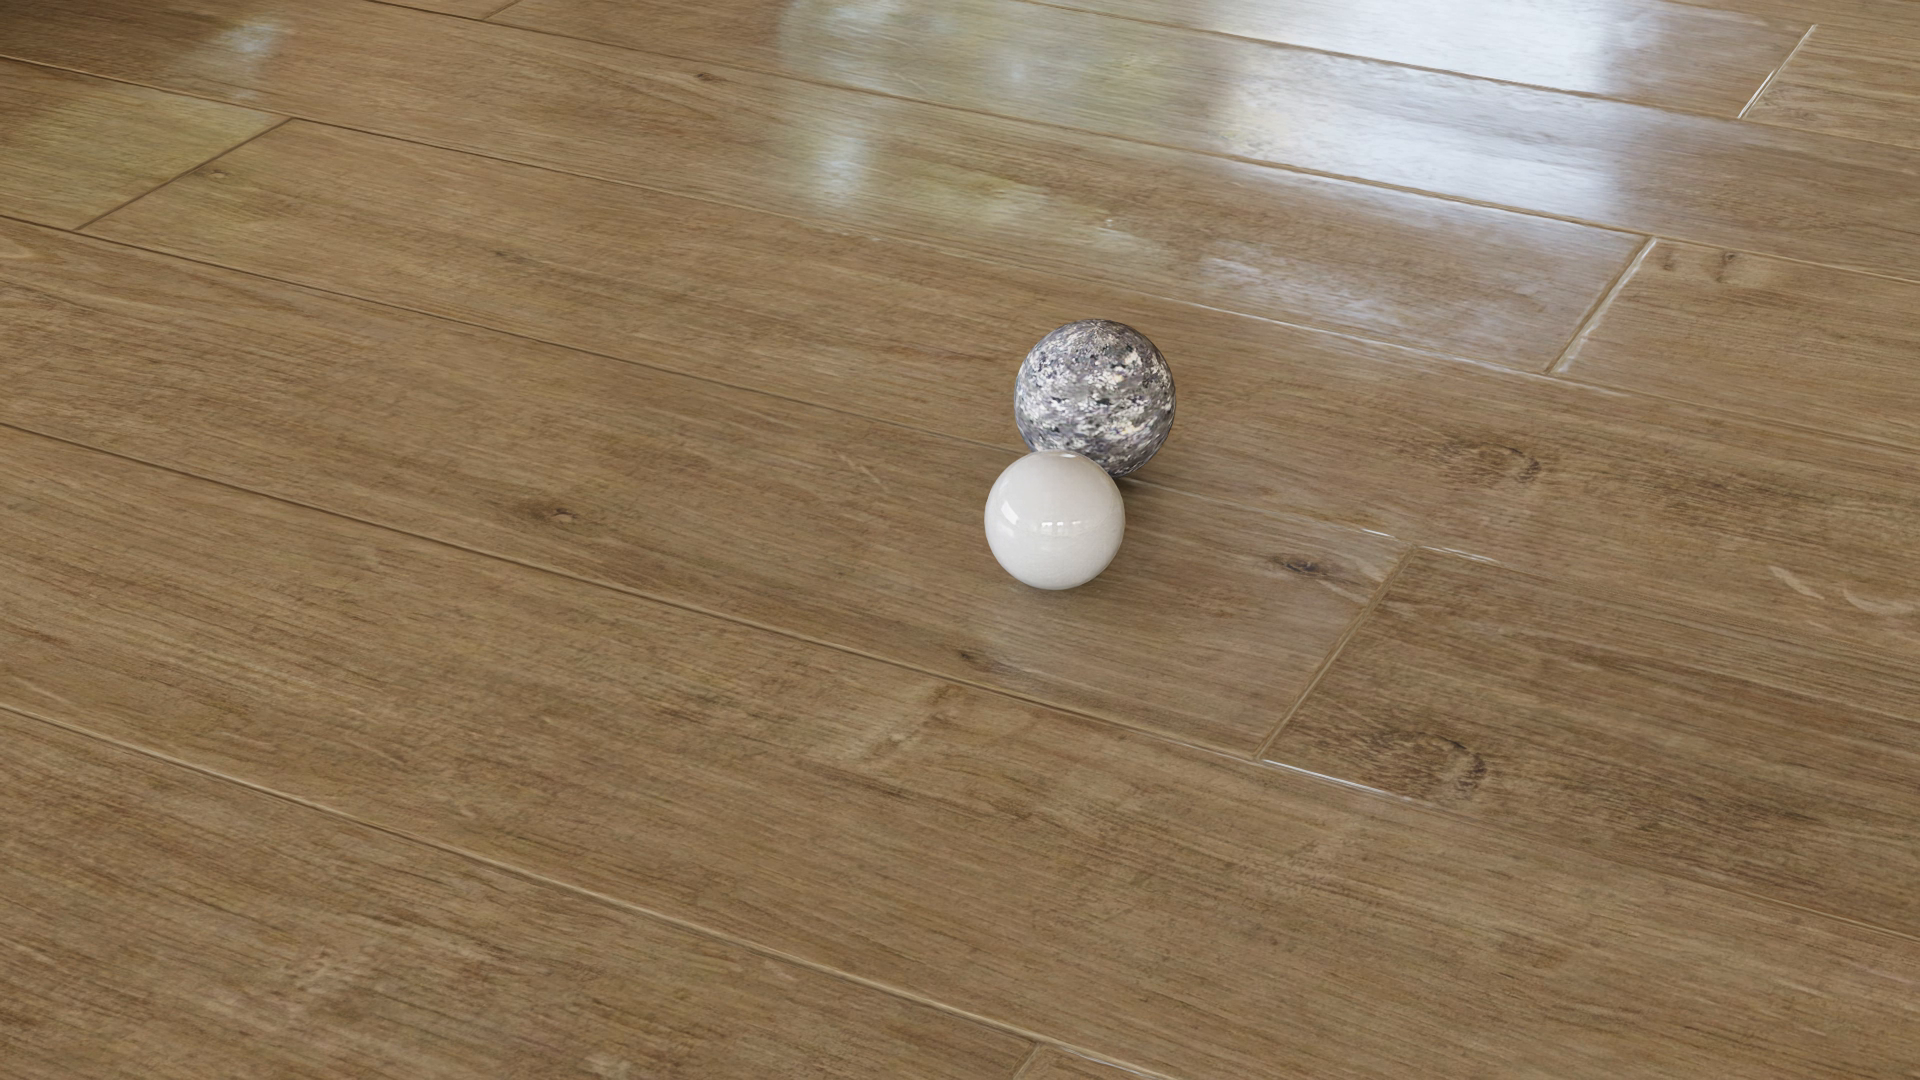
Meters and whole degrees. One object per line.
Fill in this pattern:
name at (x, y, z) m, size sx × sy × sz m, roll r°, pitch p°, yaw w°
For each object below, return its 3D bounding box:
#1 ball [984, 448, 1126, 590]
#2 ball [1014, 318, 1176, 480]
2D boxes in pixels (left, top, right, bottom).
ball at (0.053, -0.011, 1.632) m, size 0.079 × 0.079 × 0.079 m, roll 0°, pitch 29°, yaw 0°
ball at (0.080, -0.083, 1.741) m, size 0.097 × 0.097 × 0.097 m, roll 0°, pitch 29°, yaw 0°
